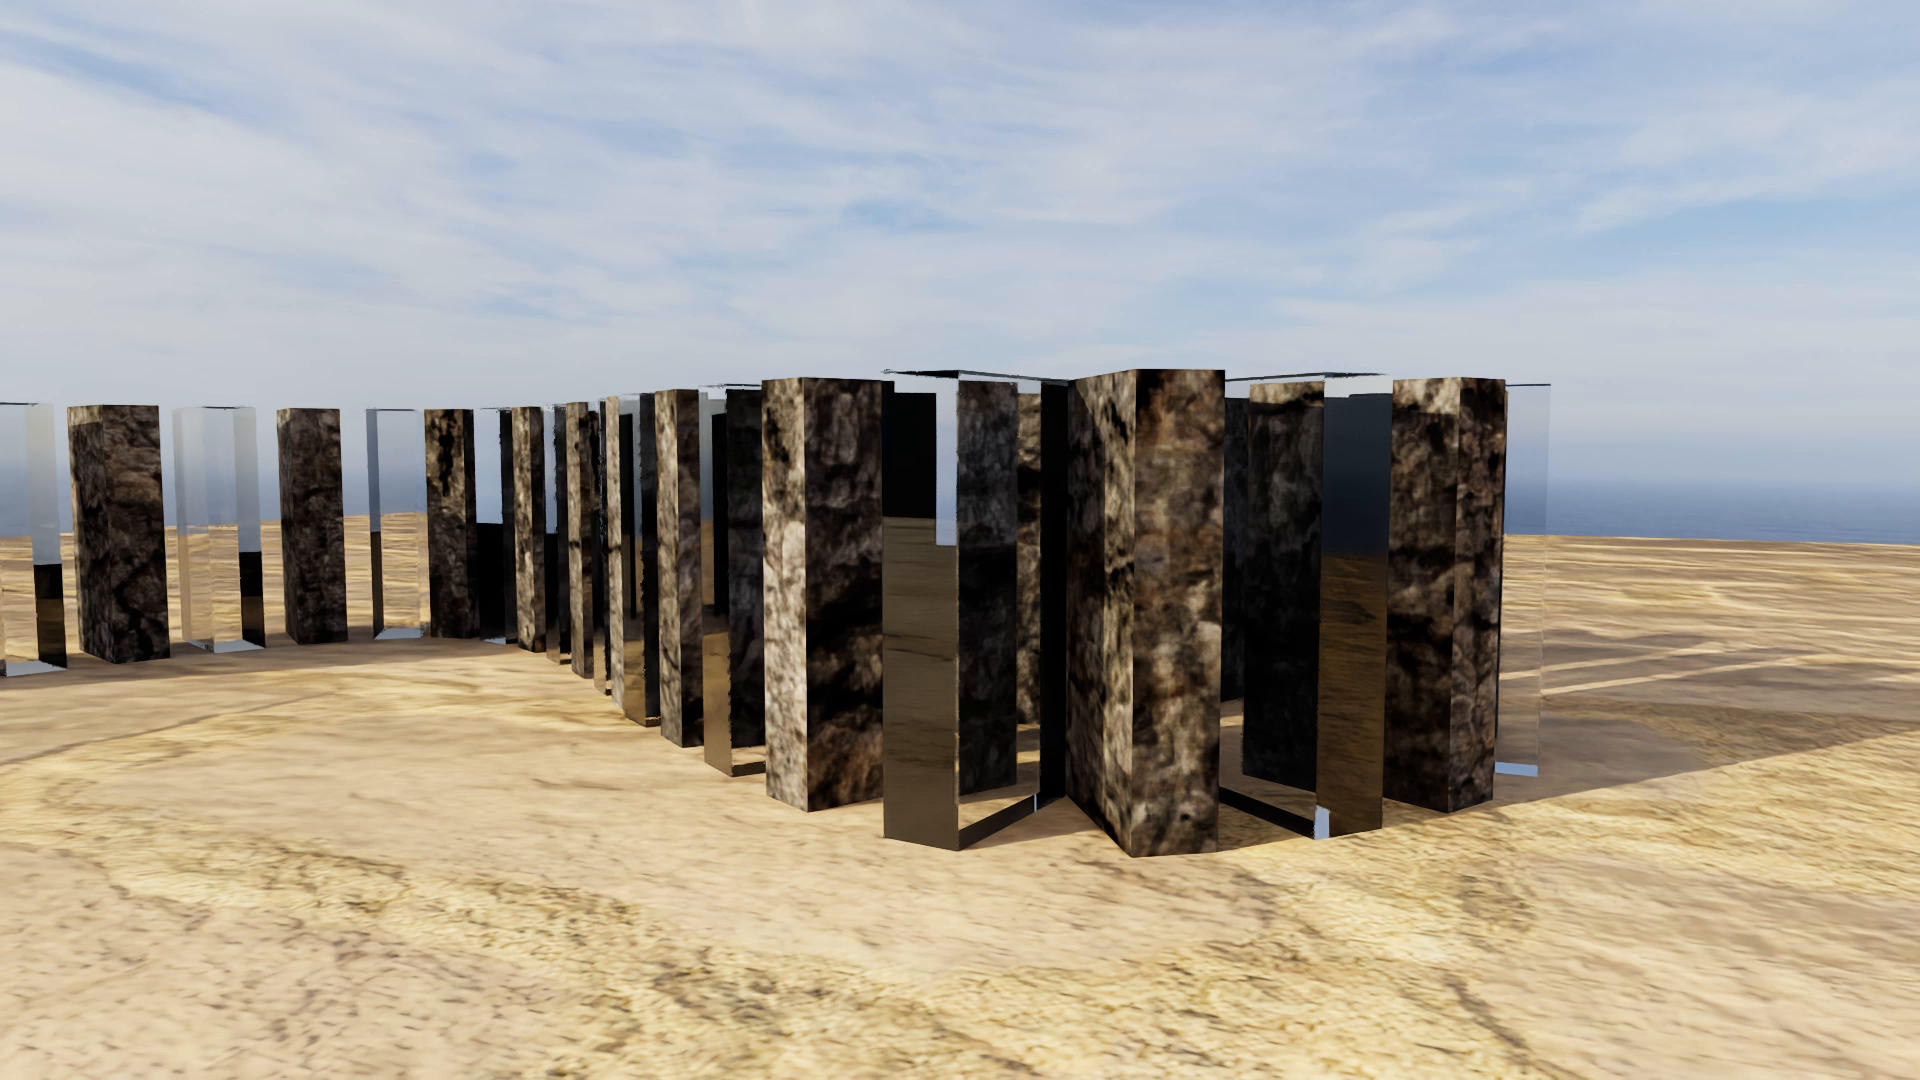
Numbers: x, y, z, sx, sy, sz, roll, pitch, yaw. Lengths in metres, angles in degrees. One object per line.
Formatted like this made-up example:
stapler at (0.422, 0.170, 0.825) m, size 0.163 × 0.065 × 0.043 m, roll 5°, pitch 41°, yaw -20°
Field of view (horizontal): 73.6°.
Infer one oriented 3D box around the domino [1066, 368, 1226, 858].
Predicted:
domino at (0.020, 0.007, 0.143) m, size 0.010 × 0.050 × 0.025 m, roll -1°, pitch 4°, yaw -11°

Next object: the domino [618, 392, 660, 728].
domino at (-0.039, 0.002, 0.201) m, size 0.025 × 0.050 × 0.009 m, roll -3°, pitch 5°, yaw -33°

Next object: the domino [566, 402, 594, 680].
domino at (-0.060, -0.001, 0.241) m, size 0.025 × 0.050 × 0.009 m, roll -2°, pitch 5°, yaw -30°

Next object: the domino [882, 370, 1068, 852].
domino at (0.002, 0.007, 0.145) m, size 0.009 × 0.050 × 0.025 m, roll 3°, pitch 5°, yaw 31°

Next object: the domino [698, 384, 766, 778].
domino at (-0.021, 0.005, 0.173) m, size 0.025 × 0.050 × 0.009 m, roll -3°, pitch 5°, yaw -32°

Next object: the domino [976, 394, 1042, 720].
domino at (0.000, 0.002, 0.201) m, size 0.025 × 0.050 × 0.009 m, roll 0°, pitch 4°, yaw 0°

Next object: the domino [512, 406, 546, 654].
domino at (-0.080, -0.003, 0.271) m, size 0.025 × 0.050 × 0.010 m, roll -3°, pitch 6°, yaw -39°

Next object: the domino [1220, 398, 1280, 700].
domino at (0.052, 0.001, 0.223) m, size 0.025 × 0.050 × 0.009 m, roll -4°, pitch 6°, yaw -43°

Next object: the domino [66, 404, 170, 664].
domino at (-0.170, -0.002, 0.258) m, size 0.025 × 0.050 × 0.009 m, roll 4°, pitch 6°, yaw 42°

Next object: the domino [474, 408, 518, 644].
domino at (-0.093, -0.004, 0.283) m, size 0.009 × 0.050 × 0.025 m, roll 3°, pitch 5°, yaw 37°

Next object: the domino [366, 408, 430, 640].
domino at (-0.127, -0.004, 0.291) m, size 0.010 × 0.050 × 0.025 m, roll -1°, pitch 4°, yaw -17°

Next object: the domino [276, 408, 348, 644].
domino at (-0.143, -0.004, 0.283) m, size 0.009 × 0.050 × 0.025 m, roll -3°, pitch 5°, yaw -33°

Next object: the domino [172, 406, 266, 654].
domino at (-0.157, -0.003, 0.271) m, size 0.009 × 0.050 × 0.025 m, roll -4°, pitch 6°, yaw -44°

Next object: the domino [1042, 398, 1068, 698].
domino at (0.018, 0.001, 0.227) m, size 0.009 × 0.050 × 0.025 m, roll -1°, pitch 4°, yaw -15°

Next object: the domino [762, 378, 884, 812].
domino at (-0.011, 0.006, 0.158) m, size 0.025 × 0.050 × 0.010 m, roll -3°, pitch 5°, yaw -38°

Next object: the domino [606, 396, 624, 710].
domino at (-0.044, 0.002, 0.211) m, size 0.025 × 0.050 × 0.010 m, roll -3°, pitch 5°, yaw -32°

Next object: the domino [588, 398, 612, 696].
domino at (-0.051, 0.001, 0.225) m, size 0.025 × 0.050 × 0.009 m, roll -2°, pitch 5°, yaw -27°

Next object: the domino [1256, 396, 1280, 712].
domino at (0.061, 0.002, 0.207) m, size 0.025 × 0.050 × 0.009 m, roll -2°, pitch 5°, yaw -21°

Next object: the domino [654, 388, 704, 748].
domino at (-0.031, 0.003, 0.188) m, size 0.025 × 0.050 × 0.009 m, roll -3°, pitch 5°, yaw -30°

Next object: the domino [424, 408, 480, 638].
domino at (-0.109, -0.004, 0.292) m, size 0.009 × 0.050 × 0.025 m, roll 1°, pitch 4°, yaw 14°

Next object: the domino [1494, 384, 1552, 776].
domino at (0.065, 0.005, 0.172) m, size 0.025 × 0.050 × 0.009 m, roll 2°, pitch 5°, yaw 25°

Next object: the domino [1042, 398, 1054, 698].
domino at (0.003, 0.001, 0.218) m, size 0.025 × 0.050 × 0.009 m, roll 2°, pitch 5°, yaw 26°

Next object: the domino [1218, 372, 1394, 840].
domino at (0.037, 0.006, 0.149) m, size 0.009 × 0.050 × 0.025 m, roll -2°, pitch 5°, yaw -26°

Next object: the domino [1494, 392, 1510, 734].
domino at (0.066, 0.003, 0.190) m, size 0.025 × 0.050 × 0.009 m, roll -1°, pitch 4°, yaw -8°

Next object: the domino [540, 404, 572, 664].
domino at (-0.069, -0.002, 0.256) m, size 0.025 × 0.050 × 0.009 m, roll -3°, pitch 5°, yaw -33°

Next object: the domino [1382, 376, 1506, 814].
domino at (0.052, 0.006, 0.159) m, size 0.010 × 0.050 × 0.025 m, roll -3°, pitch 5°, yaw -37°

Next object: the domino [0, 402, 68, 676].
domino at (-0.181, -0.001, 0.244) m, size 0.025 × 0.050 × 0.009 m, roll 3°, pitch 5°, yaw 39°
